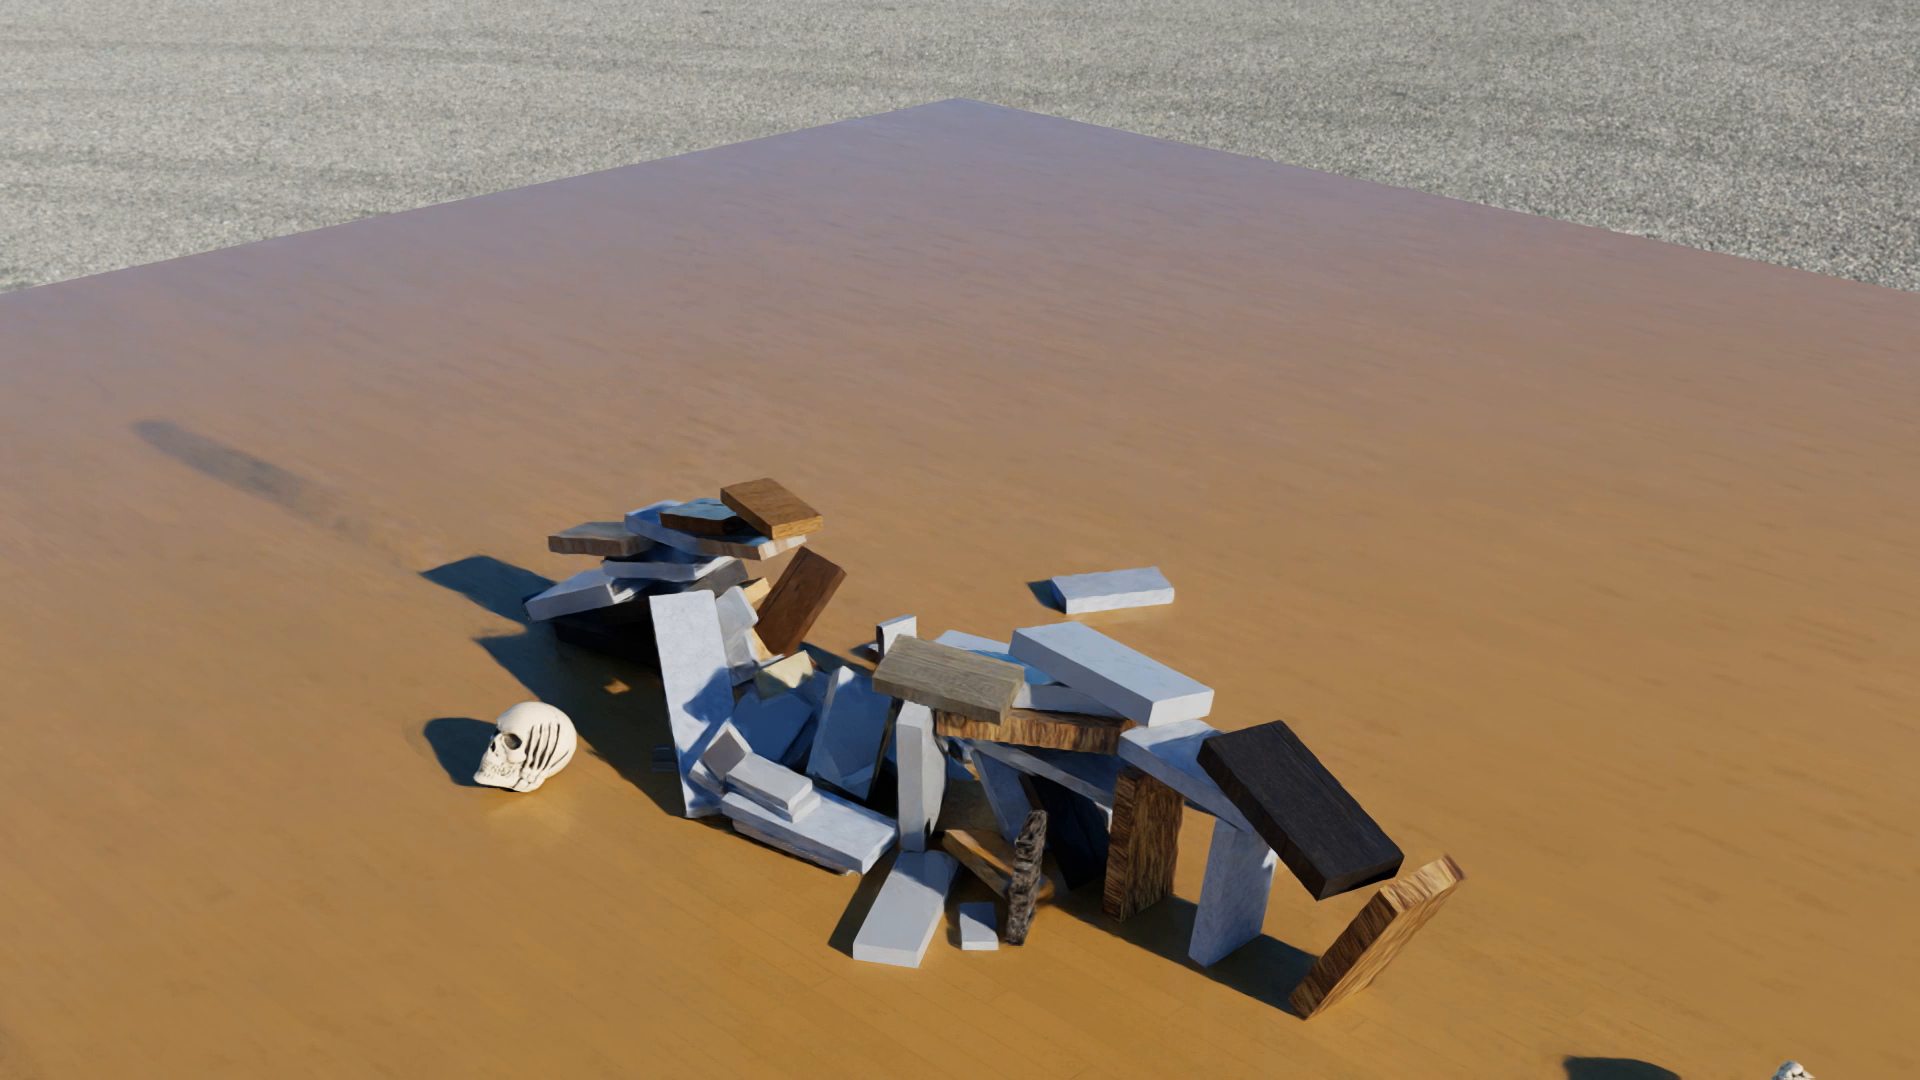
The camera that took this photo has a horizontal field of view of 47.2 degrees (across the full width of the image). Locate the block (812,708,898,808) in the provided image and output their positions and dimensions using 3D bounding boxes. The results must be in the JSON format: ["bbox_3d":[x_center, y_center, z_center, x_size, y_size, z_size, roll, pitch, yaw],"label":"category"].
[{"bbox_3d":[-0.216,0.439,4.486,0.116,0.033,0.231,8,55,14],"label":"block"}]

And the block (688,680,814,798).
[{"bbox_3d":[-0.424,0.413,4.488,0.136,0.039,0.272,32,52,2],"label":"block"}]

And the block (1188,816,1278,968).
[{"bbox_3d":[0.499,0.604,3.935,0.156,0.311,0.044,-21,40,-40],"label":"block"}]

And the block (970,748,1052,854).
[{"bbox_3d":[0.119,0.506,4.333,0.118,0.033,0.236,-13,68,-27],"label":"block"}]

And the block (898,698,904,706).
[{"bbox_3d":[-0.007,0.348,4.815,0.244,0.035,0.122,10,36,2],"label":"block"}]

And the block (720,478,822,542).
[{"bbox_3d":[-0.397,-0.066,4.622,0.117,0.033,0.235,-13,28,-30],"label":"block"}]

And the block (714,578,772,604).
[{"bbox_3d":[-0.545,0.141,4.900,0.248,0.035,0.124,-13,15,48],"label":"block"}]

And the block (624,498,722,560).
[{"bbox_3d":[-0.604,-0.025,4.926,0.276,0.039,0.138,17,25,35],"label":"block"}]

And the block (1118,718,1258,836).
[{"bbox_3d":[0.449,0.407,3.914,0.311,0.044,0.156,29,36,36],"label":"block"}]

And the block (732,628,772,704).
[{"bbox_3d":[-0.469,0.286,4.856,0.124,0.035,0.248,-21,68,-40],"label":"block"}]

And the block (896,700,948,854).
[{"bbox_3d":[-0.070,0.415,4.201,0.049,0.347,0.174,10,42,12],"label":"block"}]

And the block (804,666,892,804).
[{"bbox_3d":[-0.223,0.393,4.429,0.128,0.036,0.256,30,52,-22],"label":"block"}]

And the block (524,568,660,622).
[{"bbox_3d":[-0.854,0.112,5.172,0.353,0.050,0.176,-12,15,47],"label":"block"}]

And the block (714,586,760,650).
[{"bbox_3d":[-0.522,0.188,4.718,0.091,0.182,0.026,58,19,20],"label":"block"}]

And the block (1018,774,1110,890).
[{"bbox_3d":[0.213,0.541,4.226,0.118,0.236,0.033,-19,-10,-37],"label":"block"}]

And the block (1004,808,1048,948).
[{"bbox_3d":[0.121,0.617,4.017,0.032,0.224,0.112,11,24,11],"label":"block"}]

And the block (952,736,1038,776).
[{"bbox_3d":[0.098,0.384,4.286,0.236,0.033,0.118,22,32,40],"label":"block"}]

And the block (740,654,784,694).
[{"bbox_3d":[-0.362,0.355,4.767,0.124,0.035,0.248,-21,52,-40],"label":"block"}]

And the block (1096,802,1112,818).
[{"bbox_3d":[0.289,0.532,4.484,0.051,0.015,0.103,-17,27,-33],"label":"block"}]

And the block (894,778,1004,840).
[{"bbox_3d":[-0.009,0.536,4.377,0.231,0.033,0.116,3,59,8],"label":"block"}]

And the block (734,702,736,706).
[{"bbox_3d":[-0.531,0.321,4.938,0.068,0.019,0.137,-20,44,-38],"label":"block"}]

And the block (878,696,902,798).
[{"bbox_3d":[-0.140,0.428,4.610,0.141,0.040,0.282,-15,43,-32],"label":"block"}]

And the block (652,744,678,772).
[{"bbox_3d":[-0.570,0.459,4.650,0.155,0.022,0.077,-1,23,-3],"label":"block"}]

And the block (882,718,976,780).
[{"bbox_3d":[-0.090,0.454,4.522,0.116,0.033,0.231,-22,46,-38],"label":"block"}]

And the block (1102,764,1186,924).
[{"bbox_3d":[0.345,0.544,4.077,0.156,0.311,0.044,-21,36,-41],"label":"block"}]

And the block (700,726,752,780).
[{"bbox_3d":[-0.463,0.423,4.356,0.062,0.123,0.017,50,45,6],"label":"block"}]

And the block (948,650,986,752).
[{"bbox_3d":[0.014,0.345,4.731,0.137,0.039,0.274,-8,35,-6],"label":"block"}]

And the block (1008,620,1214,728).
[{"bbox_3d":[0.278,0.244,4.069,0.176,0.050,0.352,-5,24,-46],"label":"block"}]

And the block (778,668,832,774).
[{"bbox_3d":[-0.352,0.393,4.601,0.141,0.040,0.282,17,54,27],"label":"block"}]

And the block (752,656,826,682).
[{"bbox_3d":[-0.303,0.362,4.720,0.141,0.040,0.282,-21,52,-40],"label":"block"}]
